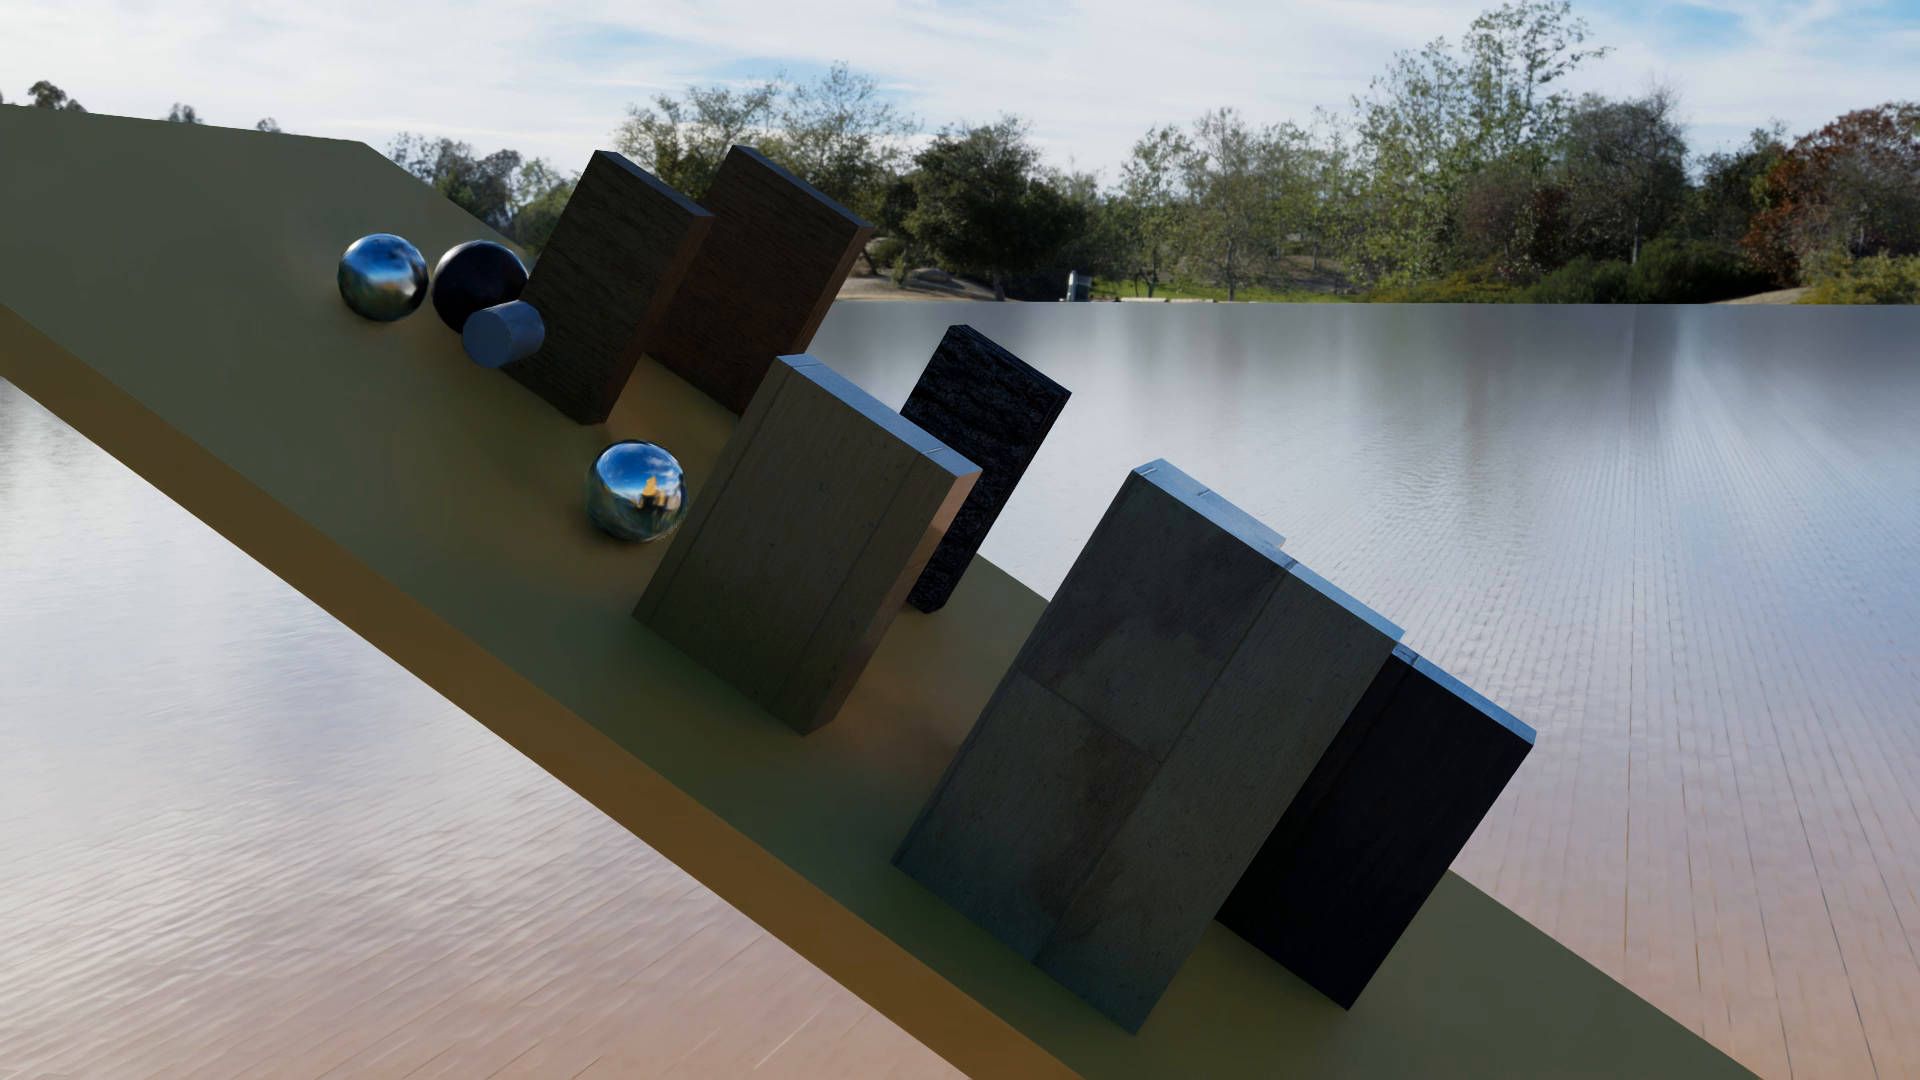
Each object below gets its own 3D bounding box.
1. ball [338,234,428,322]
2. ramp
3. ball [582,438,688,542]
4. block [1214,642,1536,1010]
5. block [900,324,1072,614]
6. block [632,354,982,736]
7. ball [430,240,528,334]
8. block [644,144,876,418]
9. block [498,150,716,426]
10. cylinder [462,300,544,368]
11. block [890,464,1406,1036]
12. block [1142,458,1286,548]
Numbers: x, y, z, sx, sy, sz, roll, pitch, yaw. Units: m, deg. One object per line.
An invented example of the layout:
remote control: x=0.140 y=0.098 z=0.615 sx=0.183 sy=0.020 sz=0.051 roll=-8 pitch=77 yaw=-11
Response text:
ball: x=-1.111 y=-0.505 z=4.237 sx=0.170 sy=0.170 sz=0.170 roll=0 pitch=7 yaw=0
ramp: x=-0.160 y=0.265 z=4.116 sx=4.000 sy=0.100 sz=2.000 roll=34 pitch=15 yaw=11
ball: x=-0.576 y=-0.087 z=3.895 sx=0.183 sy=0.183 sz=0.183 roll=0 pitch=7 yaw=0
block: x=0.685 y=0.473 z=3.781 sx=0.338 sy=0.564 sz=0.122 roll=34 pitch=15 yaw=11
block: x=-0.027 y=-0.144 z=4.480 sx=0.262 sy=0.526 sz=0.114 roll=34 pitch=15 yaw=11
block: x=-0.253 y=0.005 z=3.595 sx=0.354 sy=0.503 sz=0.141 roll=34 pitch=15 yaw=11
ball: x=-0.972 y=-0.508 z=4.465 sx=0.199 sy=0.199 sz=0.199 roll=0 pitch=7 yaw=0
block: x=-0.482 y=-0.586 z=5.044 sx=0.355 sy=0.521 sz=0.106 roll=34 pitch=15 yaw=11
block: x=-0.716 y=-0.500 z=4.377 sx=0.248 sy=0.483 sz=0.097 roll=34 pitch=15 yaw=11
cylinder: x=-0.875 y=-0.395 z=4.214 sx=0.112 sy=0.112 sz=0.112 roll=3 pitch=16 yaw=23
block: x=0.265 y=0.307 z=3.222 sx=0.443 sy=0.705 sz=0.103 roll=34 pitch=15 yaw=11
block: x=0.248 y=0.210 z=3.614 sx=0.245 sy=0.652 sz=0.145 roll=34 pitch=15 yaw=11
